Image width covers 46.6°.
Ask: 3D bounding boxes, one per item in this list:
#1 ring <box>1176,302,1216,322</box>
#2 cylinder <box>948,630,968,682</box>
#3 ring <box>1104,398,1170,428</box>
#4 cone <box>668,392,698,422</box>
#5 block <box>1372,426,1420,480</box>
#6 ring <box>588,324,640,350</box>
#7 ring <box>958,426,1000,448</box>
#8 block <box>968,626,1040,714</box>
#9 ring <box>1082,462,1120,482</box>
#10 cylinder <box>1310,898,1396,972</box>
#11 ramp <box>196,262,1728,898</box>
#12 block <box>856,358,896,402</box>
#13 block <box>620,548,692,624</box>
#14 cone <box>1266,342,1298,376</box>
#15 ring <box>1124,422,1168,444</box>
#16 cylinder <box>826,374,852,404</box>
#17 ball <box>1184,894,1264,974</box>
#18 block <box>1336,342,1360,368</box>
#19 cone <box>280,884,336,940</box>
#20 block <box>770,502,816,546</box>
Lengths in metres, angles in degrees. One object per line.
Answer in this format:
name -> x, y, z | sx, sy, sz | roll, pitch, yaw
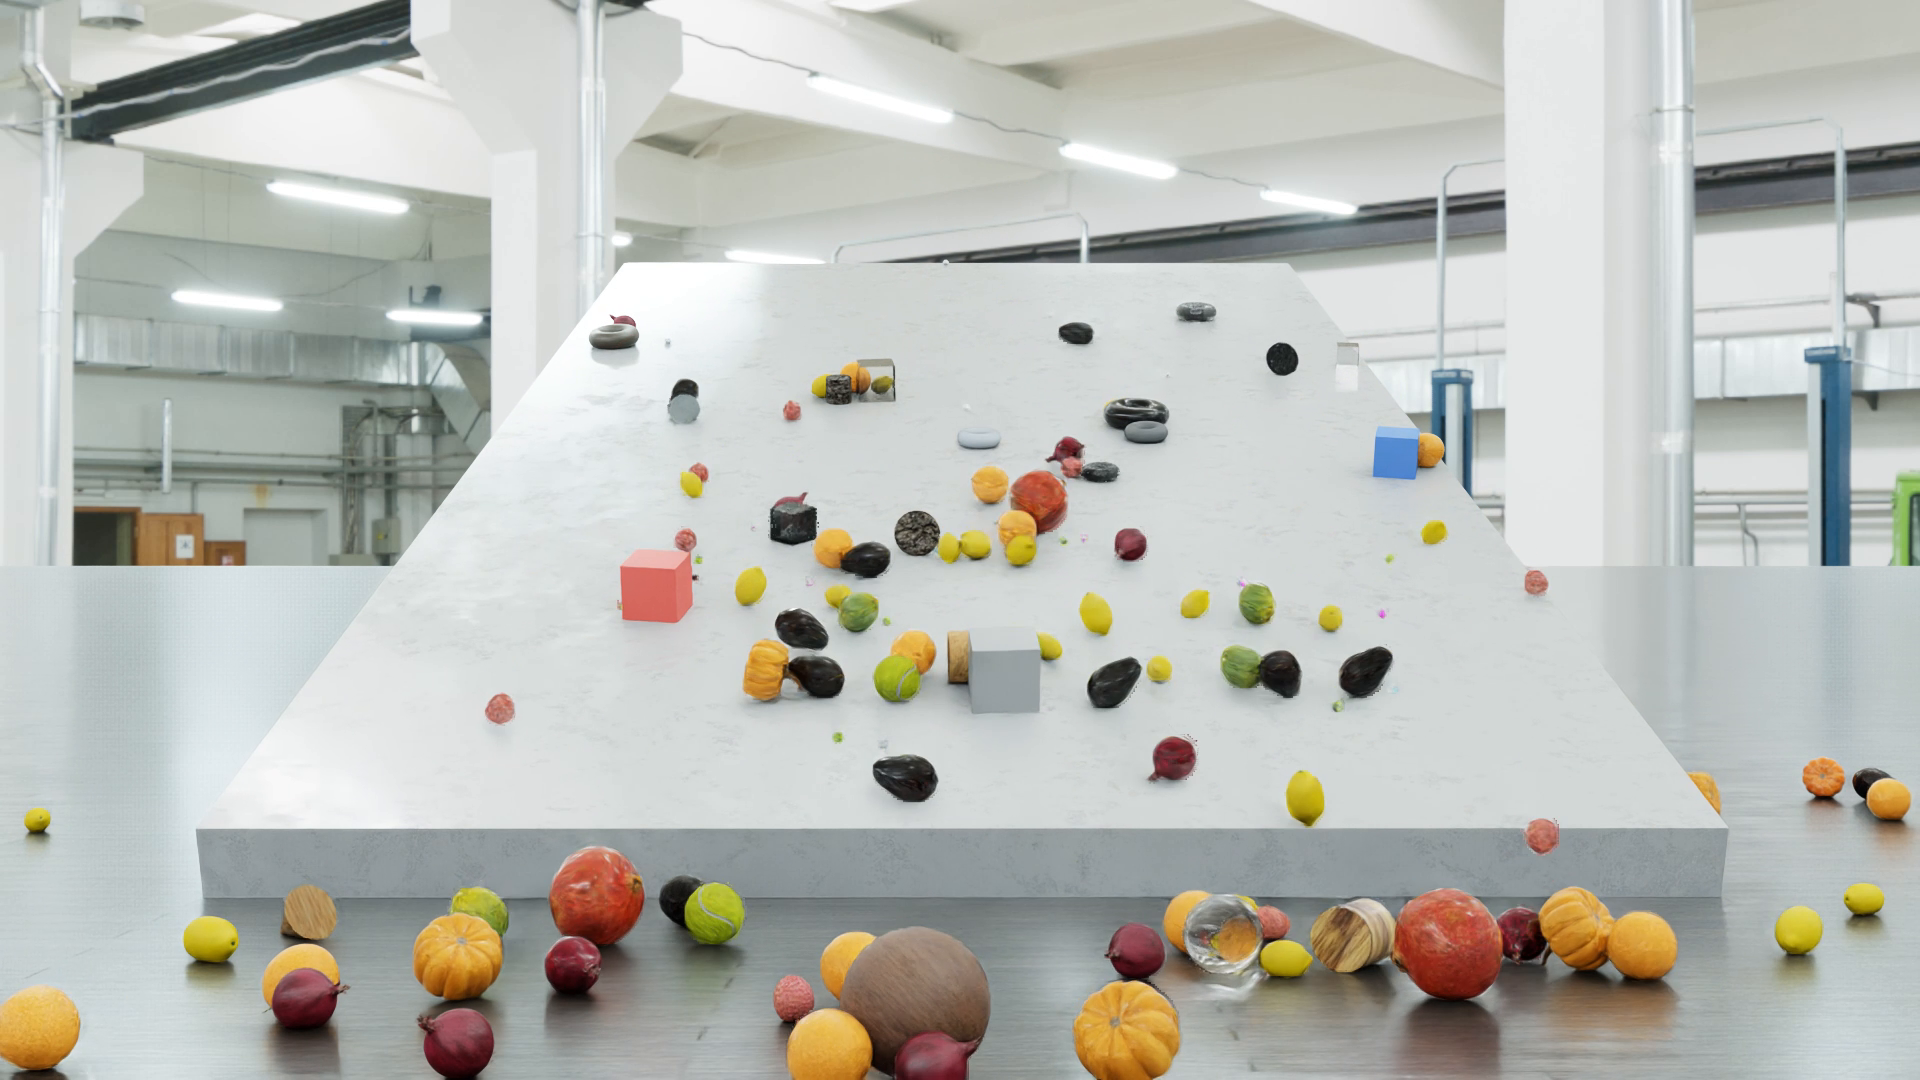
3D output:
ring -> 0.630, -0.609, 5.955 | 0.111, 0.037, 0.111 | 1, 19, 0
cylinder -> 0.022, 0.177, 3.406 | 0.079, 0.079, 0.079 | -1, 0, -3
ring -> 0.386, -0.276, 4.887 | 0.146, 0.049, 0.146 | 1, 17, 0
cone -> -0.606, -0.281, 4.928 | 0.067, 0.067, 0.067 | 0, -18, 3
block -> 0.883, -0.177, 4.514 | 0.084, 0.084, 0.084 | 4, 18, 13
ring -> -0.874, -0.514, 5.638 | 0.129, 0.043, 0.129 | -3, 20, 1
ring -> 0.040, -0.217, 4.726 | 0.094, 0.031, 0.094 | 1, 17, 0
block -> 0.065, 0.194, 3.320 | 0.100, 0.100, 0.100 | -1, 18, -3
ring -> 0.282, -0.136, 4.481 | 0.079, 0.026, 0.079 | -1, 19, 0
cylinder -> 0.430, 0.432, 2.437 | 0.070, 0.070, 0.070 | 0, -1, 33
ramp -> -0.003, -0.182, 4.831 | 2.000, 0.100, 4.000 | 0, 18, 0
block -> -0.193, -0.365, 5.108 | 0.082, 0.082, 0.082 | -2, 18, -7
block -> -0.502, 0.076, 3.698 | 0.094, 0.094, 0.094 | 3, 18, 9
cone -> 0.764, -0.426, 5.379 | 0.081, 0.081, 0.081 | 0, -9, -11
ring -> 0.398, -0.231, 4.770 | 0.094, 0.031, 0.094 | -1, 19, 0
cylinder -> -0.276, -0.342, 5.076 | 0.057, 0.057, 0.057 | 0, 18, 0
ball -> 0.283, 0.424, 2.400 | 0.086, 0.086, 0.086 | 0, -1, 0
block -> 0.942, -0.449, 5.425 | 0.052, 0.052, 0.052 | 2, 18, 7
cone -> -0.787, 0.453, 2.643 | 0.068, 0.068, 0.068 | -33, -20, 34
block -> -0.306, -0.030, 4.089 | 0.060, 0.060, 0.060 | 16, 24, 41
